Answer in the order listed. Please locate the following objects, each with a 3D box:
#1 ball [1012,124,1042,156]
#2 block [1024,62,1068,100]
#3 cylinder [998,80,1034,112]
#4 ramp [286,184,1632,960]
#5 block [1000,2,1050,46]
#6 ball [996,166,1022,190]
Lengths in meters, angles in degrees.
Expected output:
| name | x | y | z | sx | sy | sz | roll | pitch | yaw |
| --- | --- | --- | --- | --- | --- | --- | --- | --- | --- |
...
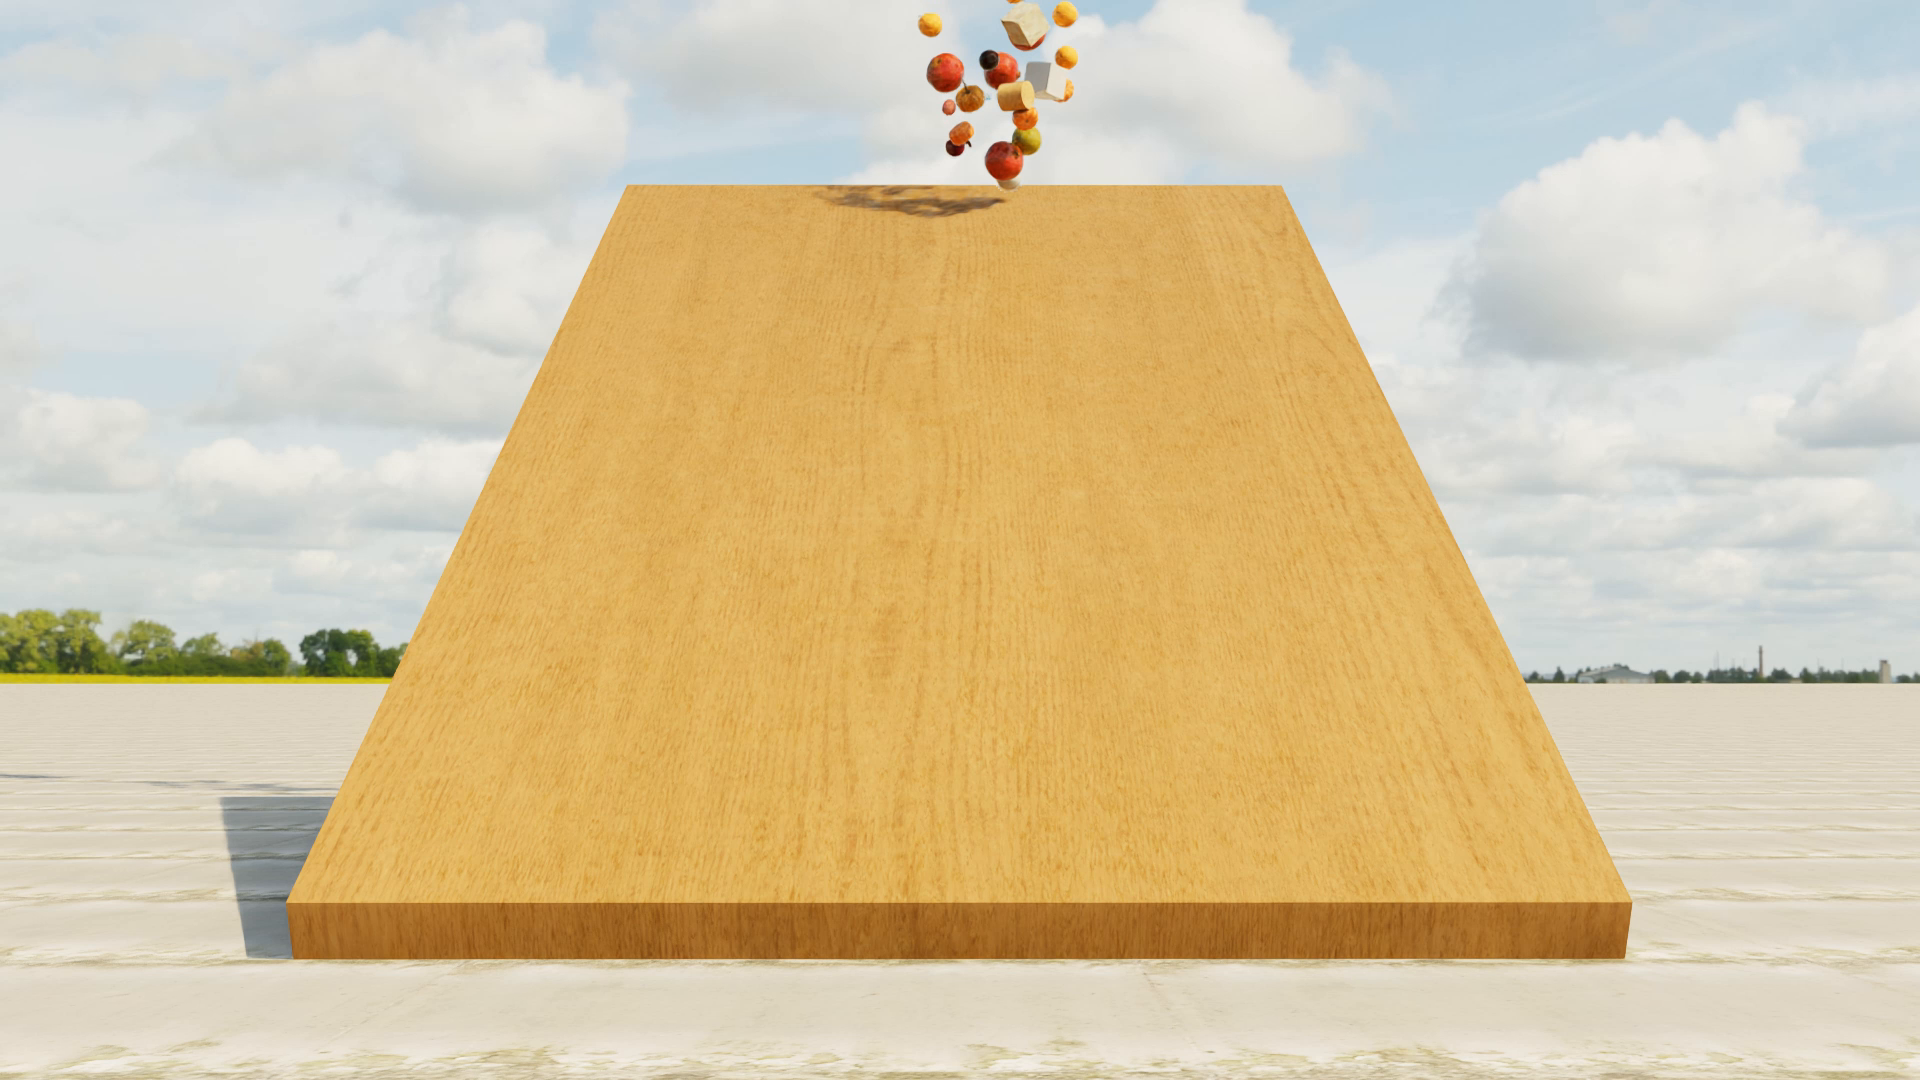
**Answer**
| name | x | y | z | sx | sy | sz | roll | pitch | yaw |
| --- | --- | --- | --- | --- | --- | --- | --- | --- | --- |
| ball | 0.196 | -1.178 | 6.851 | 0.091 | 0.091 | 0.091 | 0 | -3 | 0 |
| block | 0.246 | -1.324 | 6.706 | 0.086 | 0.086 | 0.086 | 10 | 0 | 37 |
| cylinder | 0.160 | -1.265 | 6.633 | 0.079 | 0.079 | 0.079 | -1 | -3 | 31 |
| ramp | -0.008 | -0.228 | 5.301 | 2.000 | 0.100 | 4.000 | 0 | 24 | 0 |
| block | 0.186 | -1.467 | 6.610 | 0.084 | 0.084 | 0.084 | 24 | -25 | 51 |
| ball | 0.145 | -1.075 | 6.906 | 0.075 | 0.075 | 0.075 | 0 | -3 | 0 |
